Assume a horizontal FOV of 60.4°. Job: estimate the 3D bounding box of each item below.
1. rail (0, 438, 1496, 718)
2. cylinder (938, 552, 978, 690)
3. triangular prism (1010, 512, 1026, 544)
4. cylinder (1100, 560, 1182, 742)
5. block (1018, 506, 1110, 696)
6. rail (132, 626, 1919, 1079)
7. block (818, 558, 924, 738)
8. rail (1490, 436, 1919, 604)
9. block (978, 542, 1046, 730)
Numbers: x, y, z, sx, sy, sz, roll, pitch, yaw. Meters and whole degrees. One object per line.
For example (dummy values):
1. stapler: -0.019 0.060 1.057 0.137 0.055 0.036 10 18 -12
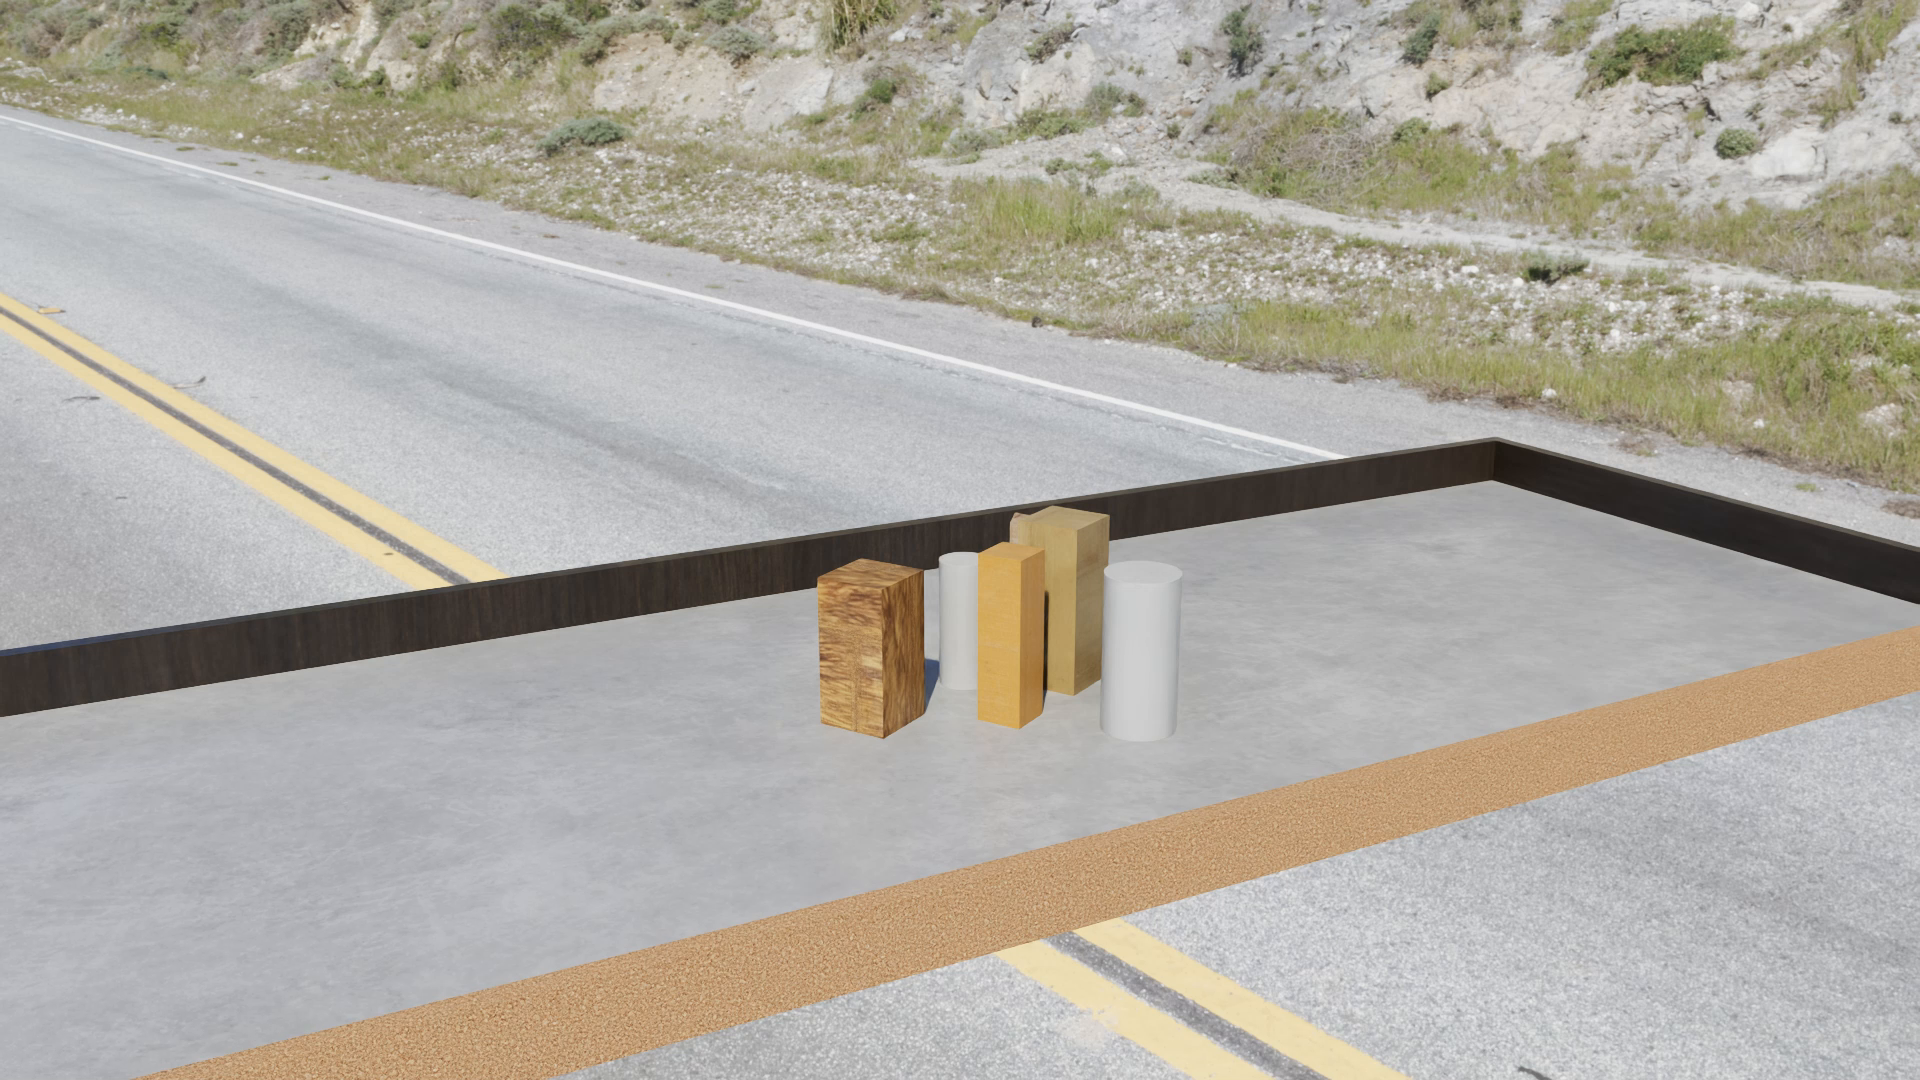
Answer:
1. rail: -3.305 0.497 3.399 12.000 0.150 0.050 -9 18 -27
2. cylinder: 0.009 0.201 4.100 0.123 0.322 0.123 0 16 0
3. triangular prism: 0.164 0.107 4.373 0.103 0.349 0.090 -6 17 -20
4. cylinder: 0.417 0.255 3.813 0.180 0.380 0.180 0 16 0
5. block: 0.256 0.148 4.098 0.164 0.424 0.164 10 19 32
6. rail: -2.336 1.006 1.665 12.000 0.150 0.050 -9 18 -27
7. block: -0.206 0.251 3.862 0.177 0.361 0.177 10 19 30
8. rail: 2.466 -0.048 5.253 0.050 0.150 2.100 -9 18 -27
9. block: 0.120 0.223 3.867 0.113 0.411 0.113 10 19 30
